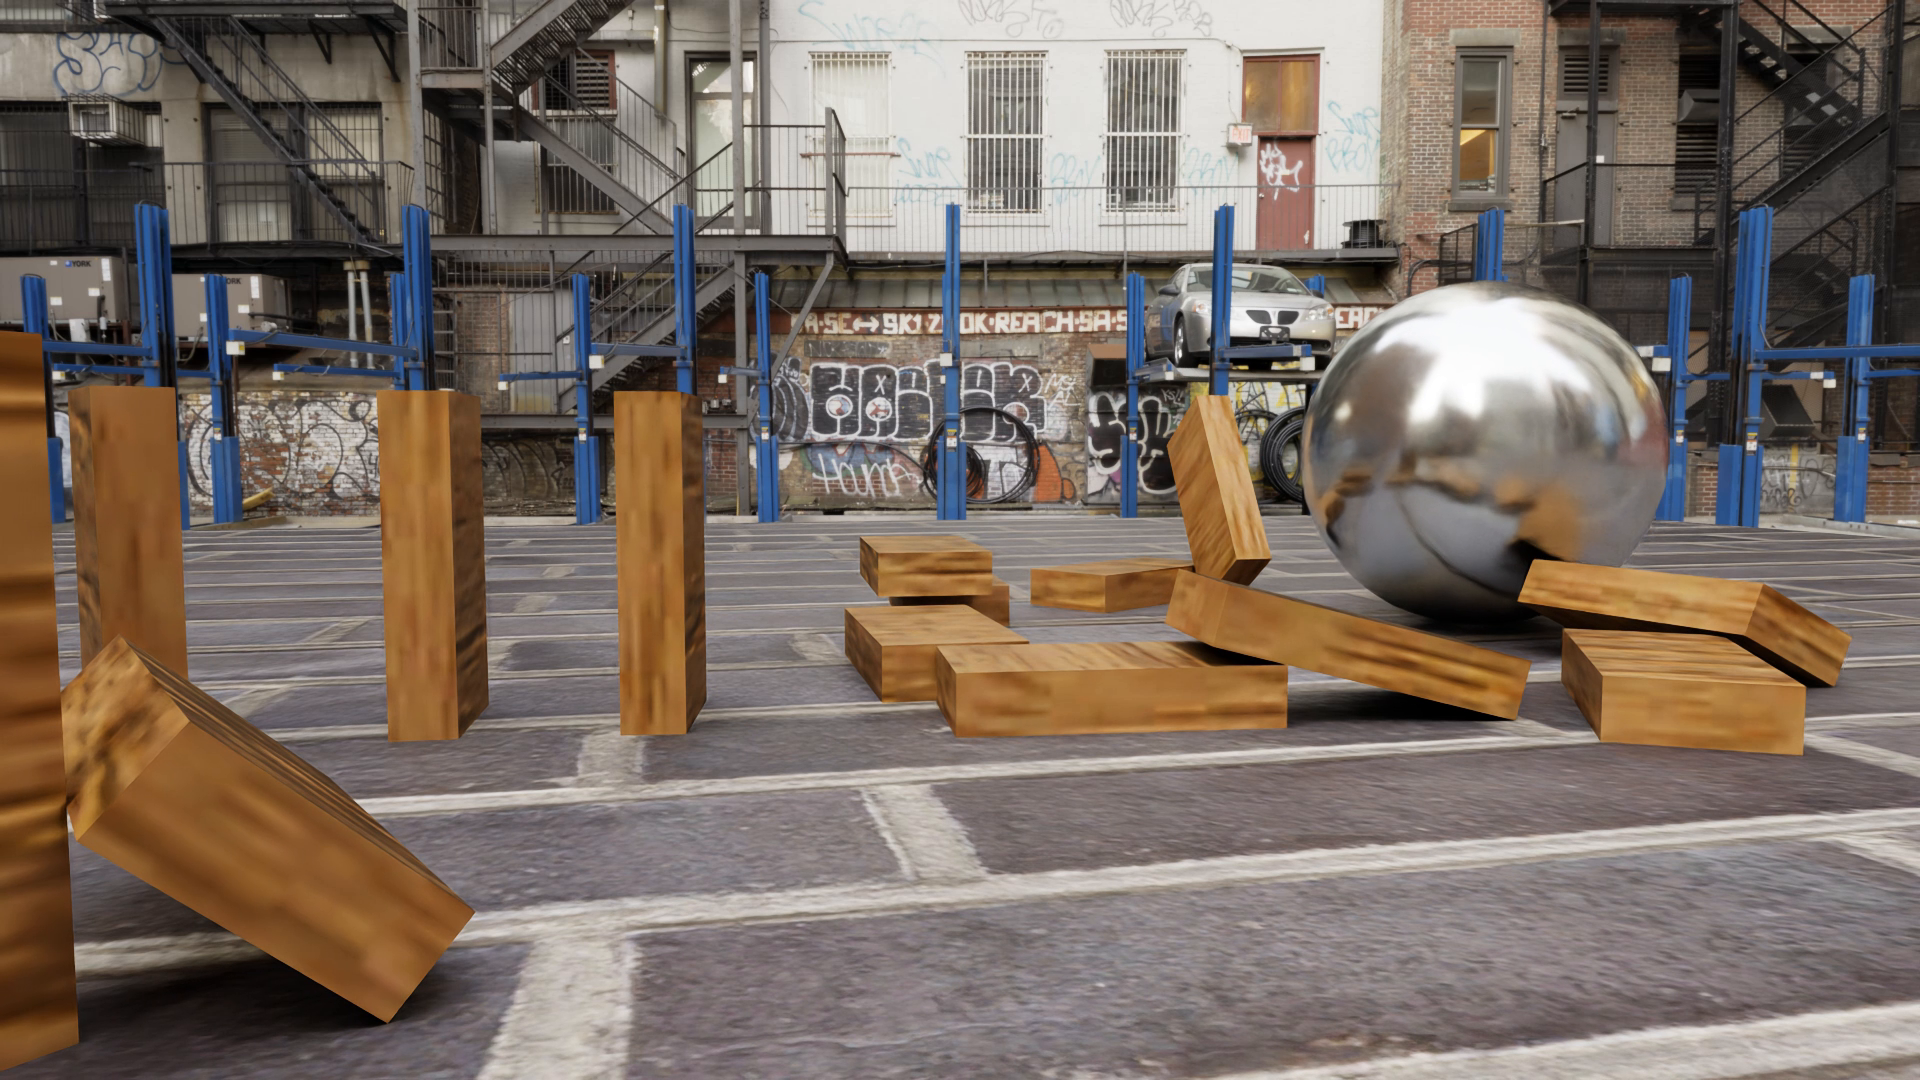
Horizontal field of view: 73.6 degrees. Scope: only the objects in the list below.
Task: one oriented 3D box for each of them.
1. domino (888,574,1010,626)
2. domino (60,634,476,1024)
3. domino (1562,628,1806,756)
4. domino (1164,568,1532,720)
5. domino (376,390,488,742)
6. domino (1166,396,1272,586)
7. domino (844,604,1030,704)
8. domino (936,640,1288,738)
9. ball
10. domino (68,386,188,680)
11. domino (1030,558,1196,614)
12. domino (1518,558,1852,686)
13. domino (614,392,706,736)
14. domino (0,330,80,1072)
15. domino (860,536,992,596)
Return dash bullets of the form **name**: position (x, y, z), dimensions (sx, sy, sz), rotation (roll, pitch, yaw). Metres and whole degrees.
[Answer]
- **domino**: position (-0.004, 0.014, 0.323), dimensions (0.025, 0.010, 0.050), rotation (-1, 4, -7)
- **domino**: position (-0.062, 0.022, 0.110), dimensions (0.050, 0.009, 0.025), rotation (6, -36, 52)
- **domino**: position (0.112, 0.023, 0.203), dimensions (0.025, 0.010, 0.050), rotation (1, 5, 19)
- **domino**: position (0.061, 0.016, 0.206), dimensions (0.050, 0.009, 0.025), rotation (14, 2, -8)
- **domino**: position (-0.079, 0.003, 0.195), dimensions (0.010, 0.050, 0.025), rotation (-1, 4, -11)
- **domino**: position (0.069, -0.011, 0.346), dimensions (0.009, 0.050, 0.025), rotation (-1, -28, -13)
- **domino**: position (-0.006, 0.020, 0.238), dimensions (0.025, 0.010, 0.050), rotation (-1, 4, -12)
- **domino**: position (0.023, 0.023, 0.201), dimensions (0.050, 0.009, 0.025), rotation (-1, 4, -7)
- **ball**: position (0.121, -0.020, 0.301), dimensions (0.080, 0.080, 0.080), rotation (0, 4, 0)
- **domino**: position (-0.116, 0.004, 0.179), dimensions (0.010, 0.050, 0.025), rotation (-4, 6, -40)
- **domino**: position (0.045, 0.012, 0.349), dimensions (0.025, 0.010, 0.050), rotation (4, 6, 45)
- **domino**: position (0.135, 0.015, 0.244), dimensions (0.025, 0.010, 0.050), rotation (25, -5, -21)
- **domino**: position (-0.046, 0.003, 0.198), dimensions (0.010, 0.050, 0.025), rotation (0, 4, -4)
- **domino**: position (-0.073, 0.011, 0.081), dimensions (0.009, 0.050, 0.025), rotation (3, 5, 31)
- **domino**: position (-0.009, 0.006, 0.304), dimensions (0.025, 0.010, 0.050), rotation (-1, 4, -9)
